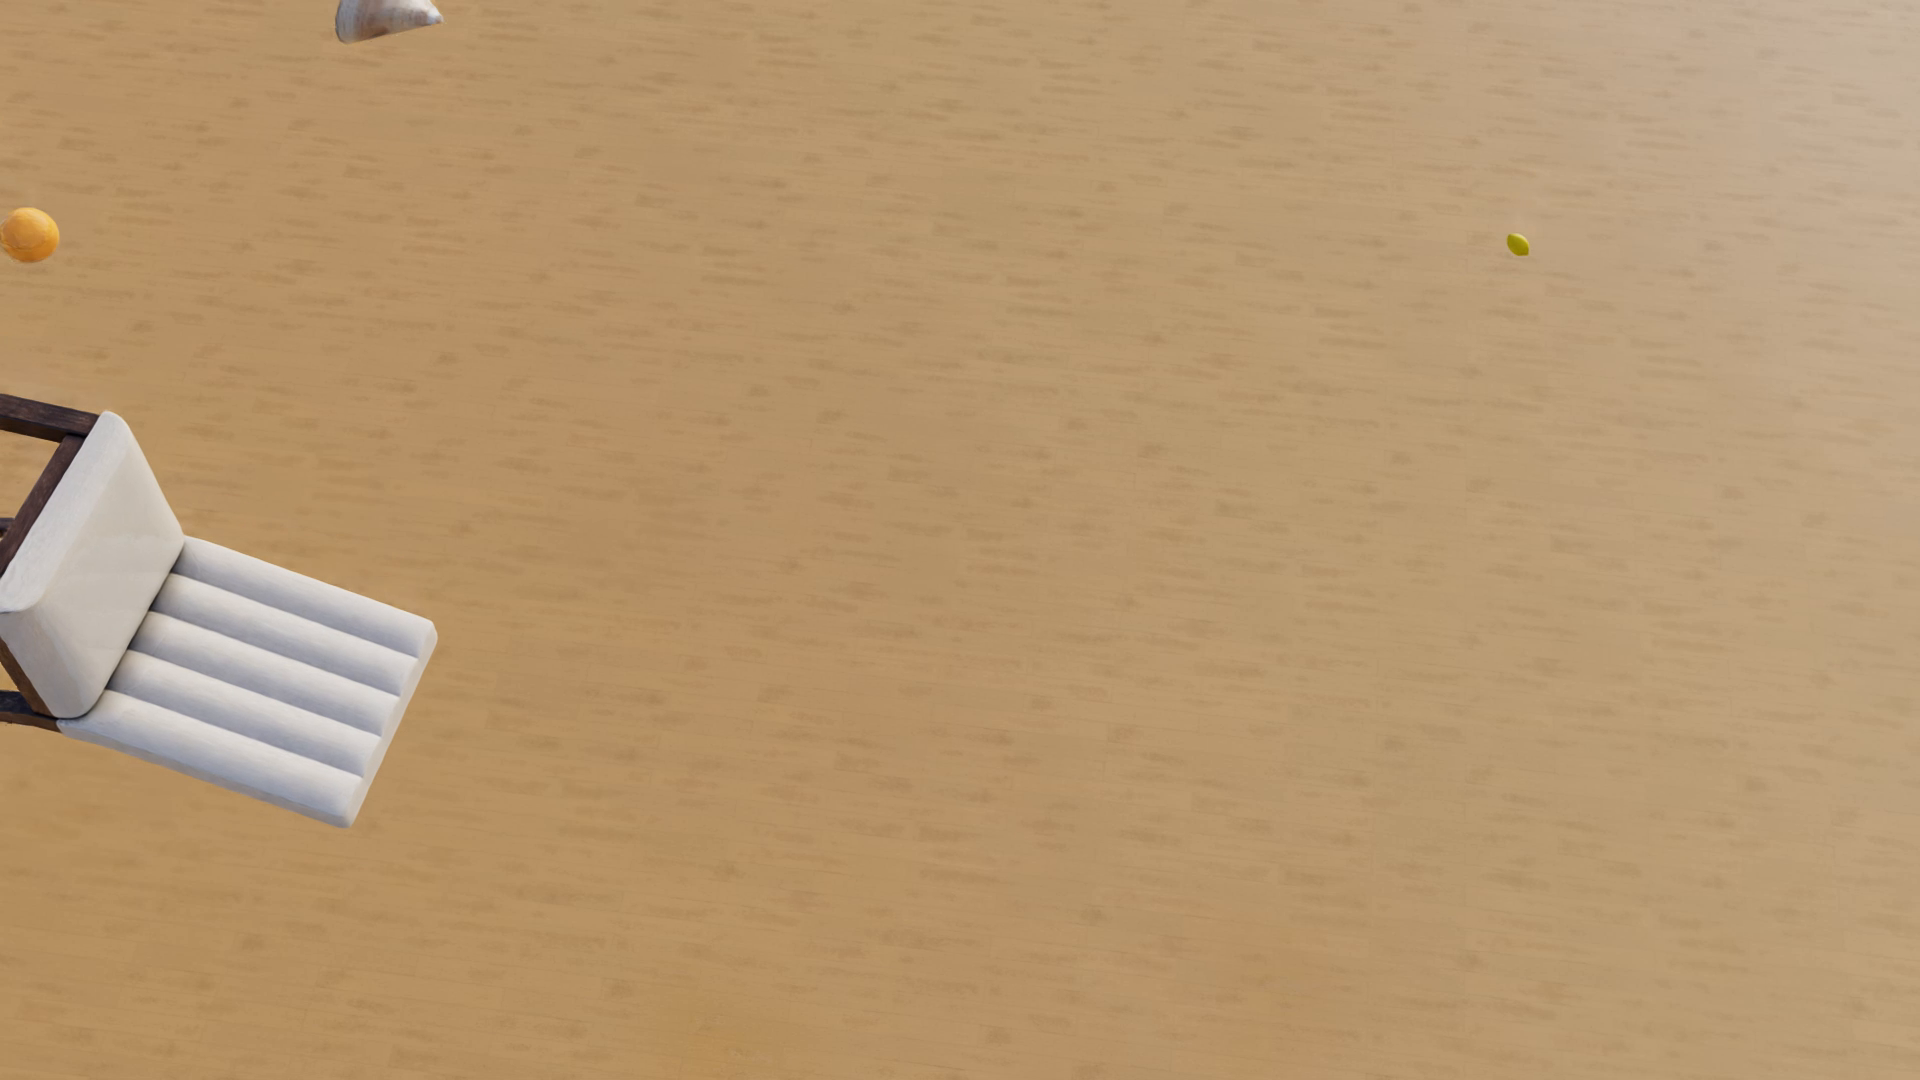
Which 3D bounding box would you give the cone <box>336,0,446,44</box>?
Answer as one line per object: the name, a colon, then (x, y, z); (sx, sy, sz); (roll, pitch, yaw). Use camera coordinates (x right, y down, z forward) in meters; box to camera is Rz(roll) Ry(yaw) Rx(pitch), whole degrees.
cone: (-1.089, -1.045, 4.333); (0.163, 0.161, 0.290); (17, 36, 4)
